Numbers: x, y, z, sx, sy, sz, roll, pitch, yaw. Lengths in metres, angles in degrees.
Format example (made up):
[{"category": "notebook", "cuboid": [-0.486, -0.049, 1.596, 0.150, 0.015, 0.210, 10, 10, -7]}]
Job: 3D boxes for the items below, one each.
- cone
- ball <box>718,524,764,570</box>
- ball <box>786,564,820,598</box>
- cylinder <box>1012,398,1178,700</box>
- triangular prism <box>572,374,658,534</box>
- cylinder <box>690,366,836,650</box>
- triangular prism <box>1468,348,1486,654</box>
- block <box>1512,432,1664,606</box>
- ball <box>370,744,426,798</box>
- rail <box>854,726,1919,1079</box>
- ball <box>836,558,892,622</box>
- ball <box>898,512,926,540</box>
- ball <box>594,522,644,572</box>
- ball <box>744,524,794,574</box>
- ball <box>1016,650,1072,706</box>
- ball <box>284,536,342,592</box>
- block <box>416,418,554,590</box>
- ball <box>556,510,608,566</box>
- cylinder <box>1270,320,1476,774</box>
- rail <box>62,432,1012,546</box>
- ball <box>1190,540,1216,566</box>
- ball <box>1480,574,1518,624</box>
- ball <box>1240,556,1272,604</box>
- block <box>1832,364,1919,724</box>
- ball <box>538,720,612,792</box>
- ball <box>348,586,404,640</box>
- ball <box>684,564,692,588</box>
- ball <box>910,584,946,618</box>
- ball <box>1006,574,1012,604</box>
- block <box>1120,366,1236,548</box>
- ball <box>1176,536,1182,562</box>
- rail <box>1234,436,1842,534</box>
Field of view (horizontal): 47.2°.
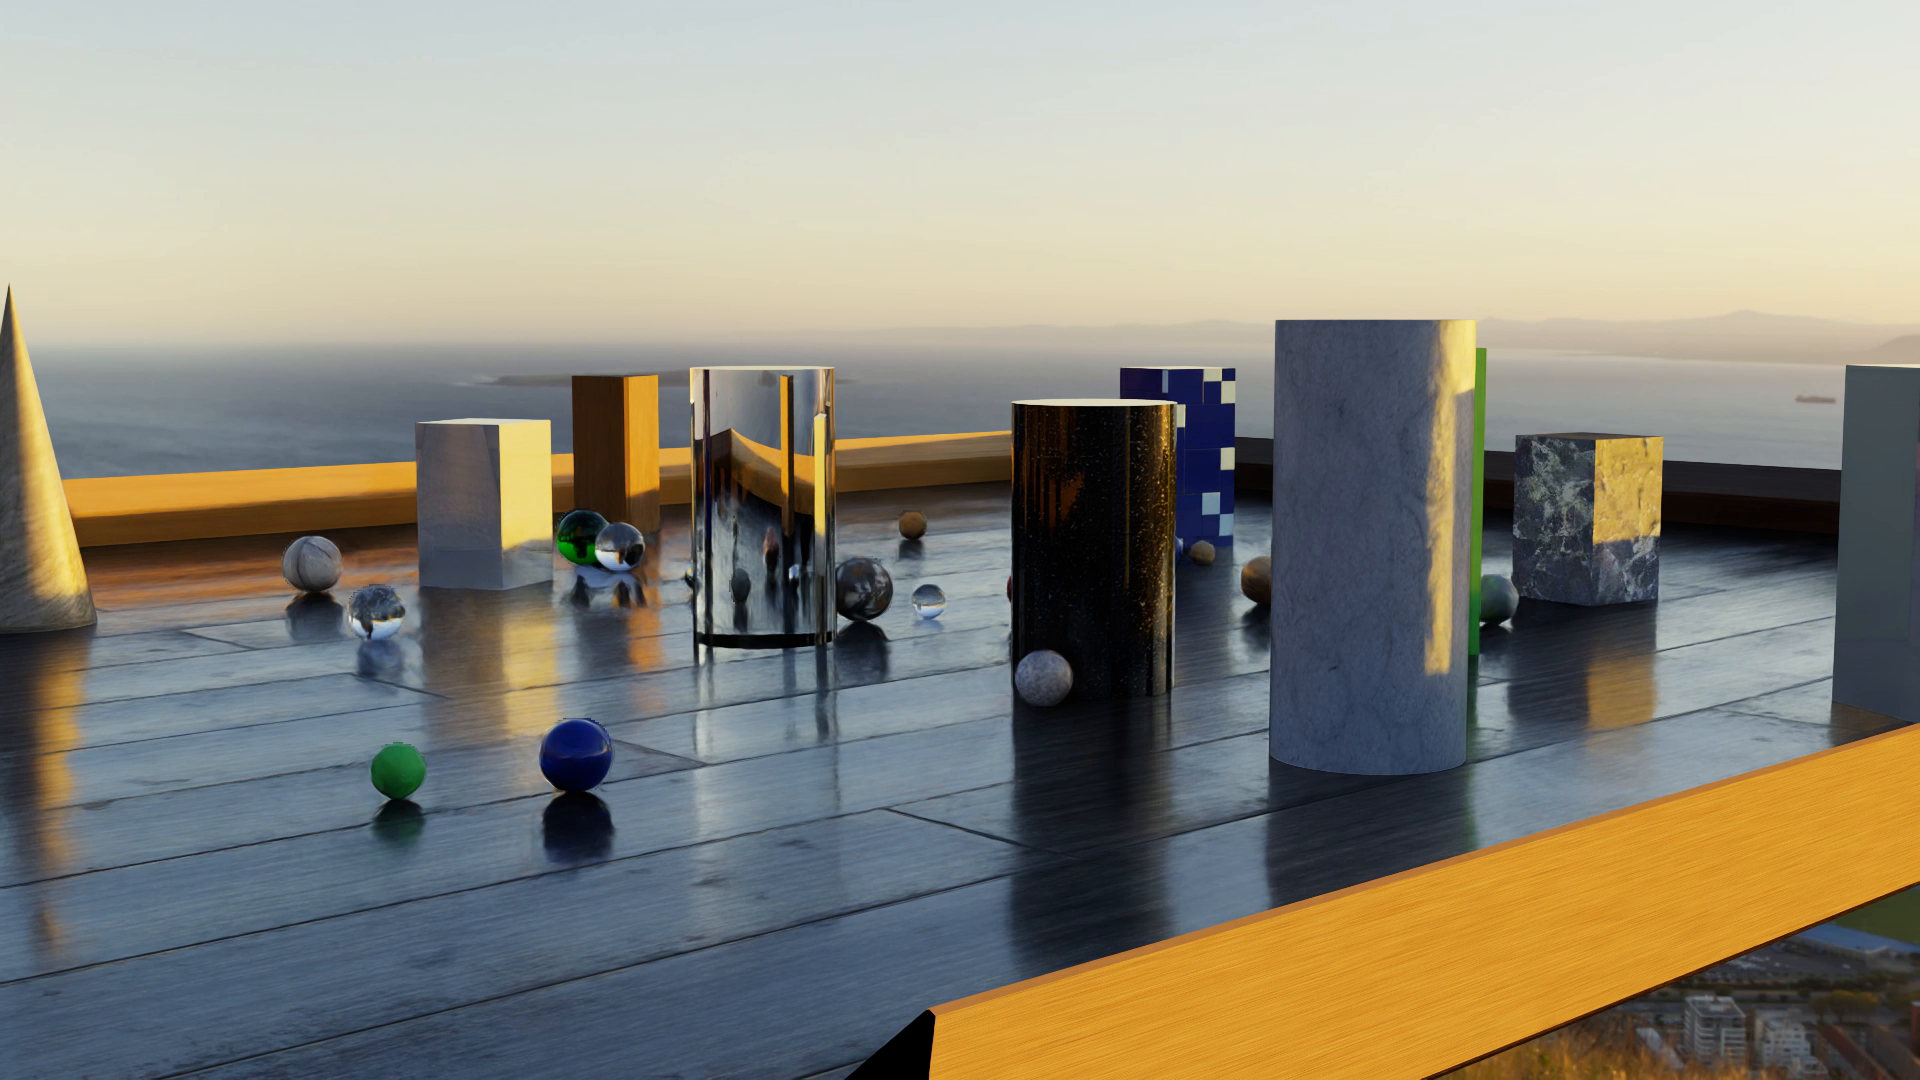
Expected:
[{"category": "cone", "cuboid": [-1.331, -0.122, 3.102, 0.194, 0.485, 0.194, 0, 6, 0]}, {"category": "ball", "cuboid": [-0.378, 0.011, 3.780, 0.079, 0.079, 0.079, 0, 6, 0]}, {"category": "ball", "cuboid": [-0.244, 0.063, 3.409, 0.053, 0.053, 0.053, 0, 6, 0]}, {"category": "cylinder", "cuboid": [0.157, 0.005, 2.599, 0.194, 0.336, 0.194, 0, 6, 0]}, {"category": "triangular prism", "cuboid": [-0.660, -0.171, 4.391, 0.168, 0.313, 0.146, 5, 8, 42]}, {"category": "cylinder", "cuboid": [-0.265, -0.049, 2.969, 0.194, 0.366, 0.194, 0, 6, 0]}, {"category": "triangular prism", "cuboid": [0.566, -0.052, 2.861, 0.168, 0.395, 0.146, -3, 7, -25]}, {"category": "block", "cuboid": [0.970, -0.036, 3.405, 0.156, 0.250, 0.156, -4, 7, -34]}, {"category": "ball", "cuboid": [-0.514, 0.212, 2.010, 0.049, 0.049, 0.049, 0, 6, 0]}, {"category": "rail", "cuboid": [1.144, 0.162, 2.099, 3.975, 0.126, 0.045, -5, 8, -42]}, {"category": "ball", "cuboid": [-0.142, 0.071, 3.142, 0.092, 0.092, 0.092, 0, 6, 0]}, {"category": "ball", "cuboid": [-0.092, -0.028, 4.262, 0.055, 0.055, 0.055, 0, 6, 0]}, {"category": "ball", "cuboid": [-0.578, 0.013, 3.735, 0.085, 0.085, 0.085, 0, 6, 0]}, {"category": "ball", "cuboid": [-0.323, 0.014, 3.719, 0.085, 0.085, 0.085, 0, 6, 0]}, {"category": "ball", "cuboid": [0.095, 0.155, 2.472, 0.065, 0.065, 0.065, 0, 6, 0]}, {"category": "ball", "cuboid": [-1.020, 0.038, 3.467, 0.090, 0.090, 0.090, 0, 6, 0]}, {"category": "block", "cuboid": [-0.773, -0.061, 3.582, 0.156, 0.264, 0.156, 2, 6, 20]}, {"category": "ball", "cuboid": [-0.656, -0.005, 3.839, 0.097, 0.097, 0.097, 0, 6, 0]}, {"category": "cylinder", "cuboid": [0.408, -0.001, 2.184, 0.194, 0.434, 0.194, 0, 6, 0]}, {"category": "rail", "cuboid": [-1.144, -0.096, 4.565, 3.975, 0.126, 0.045, -5, 8, -42]}, {"category": "ball", "cuboid": [0.421, 0.024, 3.823, 0.044, 0.044, 0.044, 0, 6, 0]}, {"category": "ball", "cuboid": [0.755, 0.084, 3.116, 0.072, 0.072, 0.072, 0, 6, 0]}, {"category": "ball", "cuboid": [0.461, 0.061, 3.325, 0.075, 0.075, 0.075, 0, 6, 0]}, {"category": "block", "cuboid": [1.091, -0.001, 2.437, 0.156, 0.382, 0.156, -2, 6, -14]}, {"category": "ball", "cuboid": [-0.355, 0.200, 2.033, 0.068, 0.068, 0.068, 0, 6, 0]}, {"category": "ball", "cuboid": [-0.787, 0.099, 2.968, 0.073, 0.073, 0.073, 0, 6, 0]}, {"category": "ball", "cuboid": [-0.413, 0.058, 3.486, 0.046, 0.046, 0.046, 0, 6, 0]}, {"category": "ball", "cuboid": [-0.046, 0.088, 3.178, 0.051, 0.051, 0.051, 0, 6, 0]}, {"category": "ball", "cuboid": [0.110, 0.071, 3.175, 0.086, 0.086, 0.086, 0, 6, 0]}, {"category": "block", "cuboid": [0.411, -0.159, 4.176, 0.156, 0.335, 0.156, -4, 7, -30]}, {"category": "ball", "cuboid": [0.352, 0.017, 3.796, 0.064, 0.064, 0.064, 0, 6, 0]}, {"category": "rail", "cuboid": [1.443, -0.106, 4.657, 0.045, 0.126, 3.422, -5, 8, -42]}]
